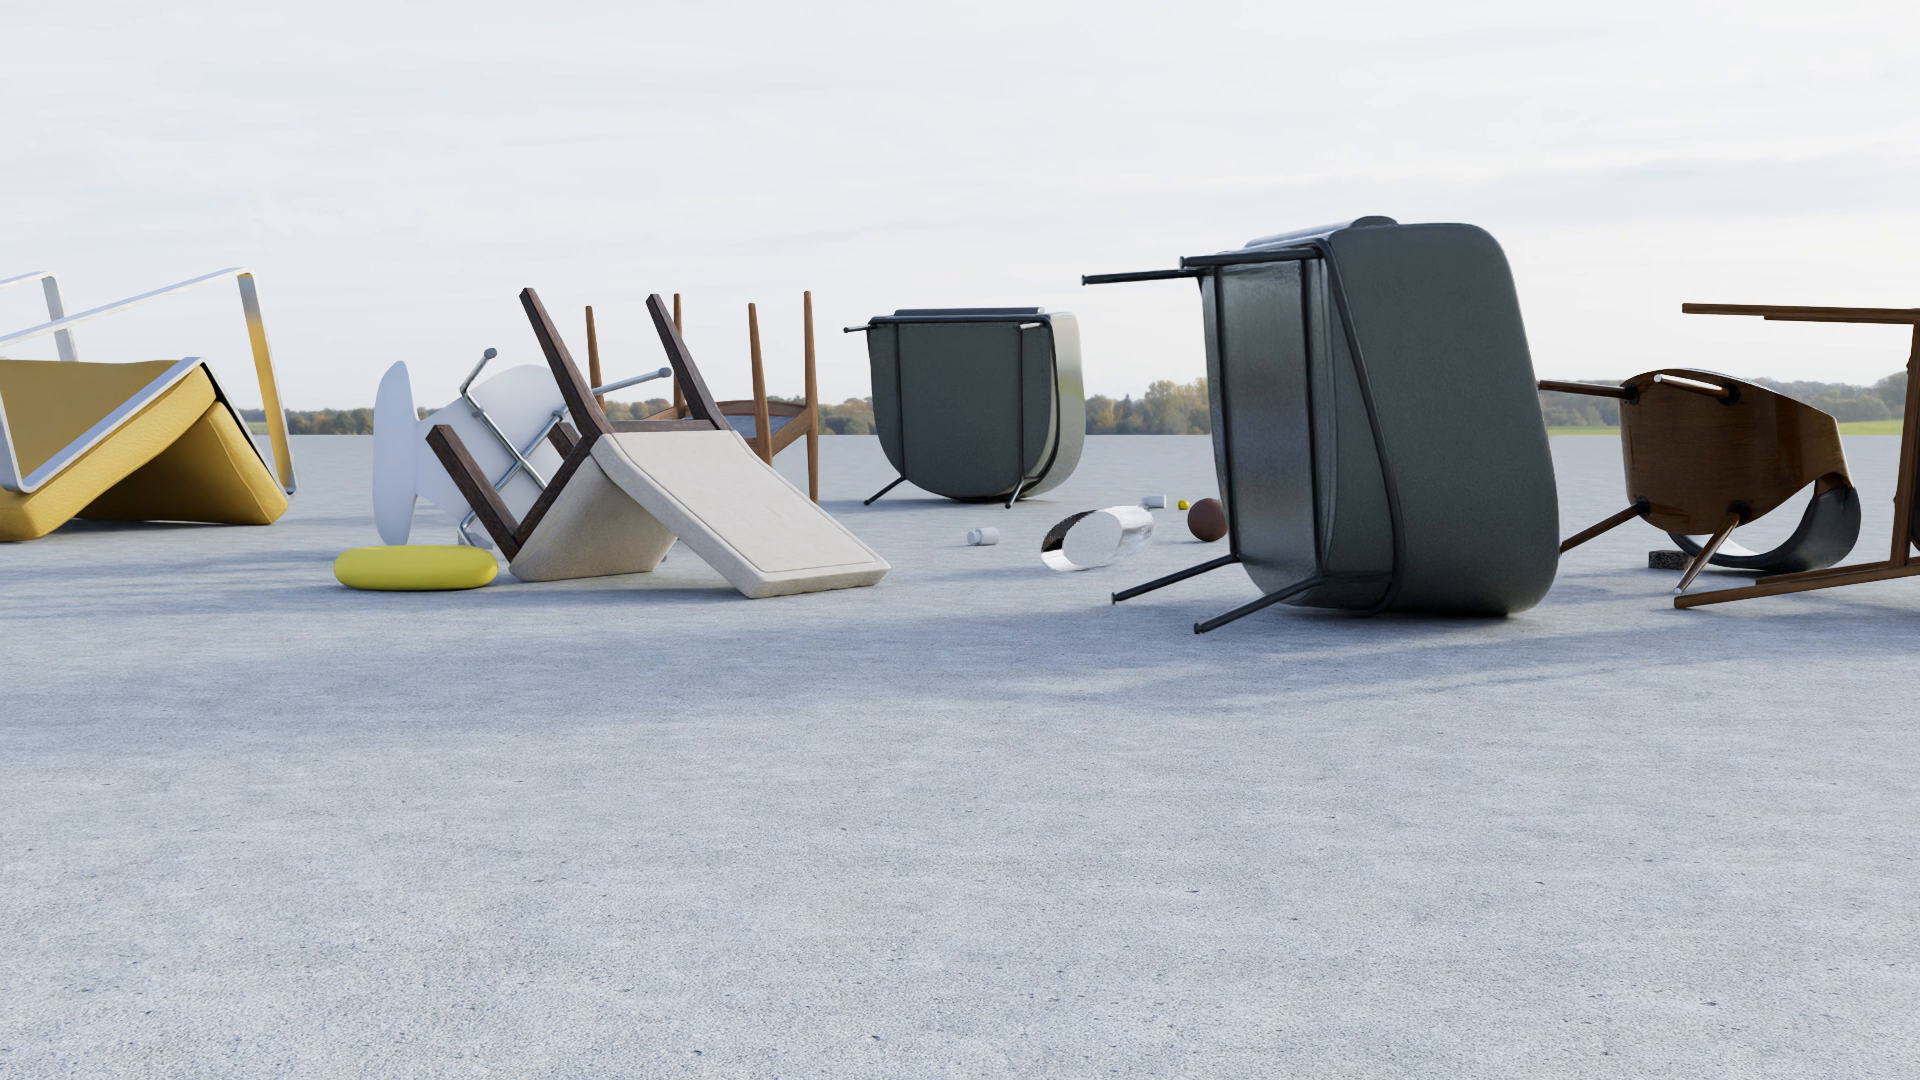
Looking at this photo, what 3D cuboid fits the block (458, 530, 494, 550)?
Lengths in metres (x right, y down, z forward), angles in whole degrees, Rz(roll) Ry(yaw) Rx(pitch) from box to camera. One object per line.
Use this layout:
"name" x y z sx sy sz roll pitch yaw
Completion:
"block" -1.361 0.001 6.178 0.094 0.048 0.066 -1 4 -13

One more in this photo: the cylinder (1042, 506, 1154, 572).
"cylinder" 0.347 -0.005 5.508 0.223 0.135 0.248 -24 -6 23

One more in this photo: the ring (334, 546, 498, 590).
"ring" -1.231 0.062 4.976 0.379 0.092 0.271 0 3 10

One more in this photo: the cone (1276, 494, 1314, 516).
"cone" 1.185 -0.107 7.820 0.135 0.081 0.127 9 -13 7

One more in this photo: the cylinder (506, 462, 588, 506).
"cylinder" -1.615 -0.220 8.602 0.298 0.157 0.318 3 5 33

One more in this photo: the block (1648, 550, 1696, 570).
"block" 1.789 0.050 5.521 0.091 0.041 0.083 3 5 40
